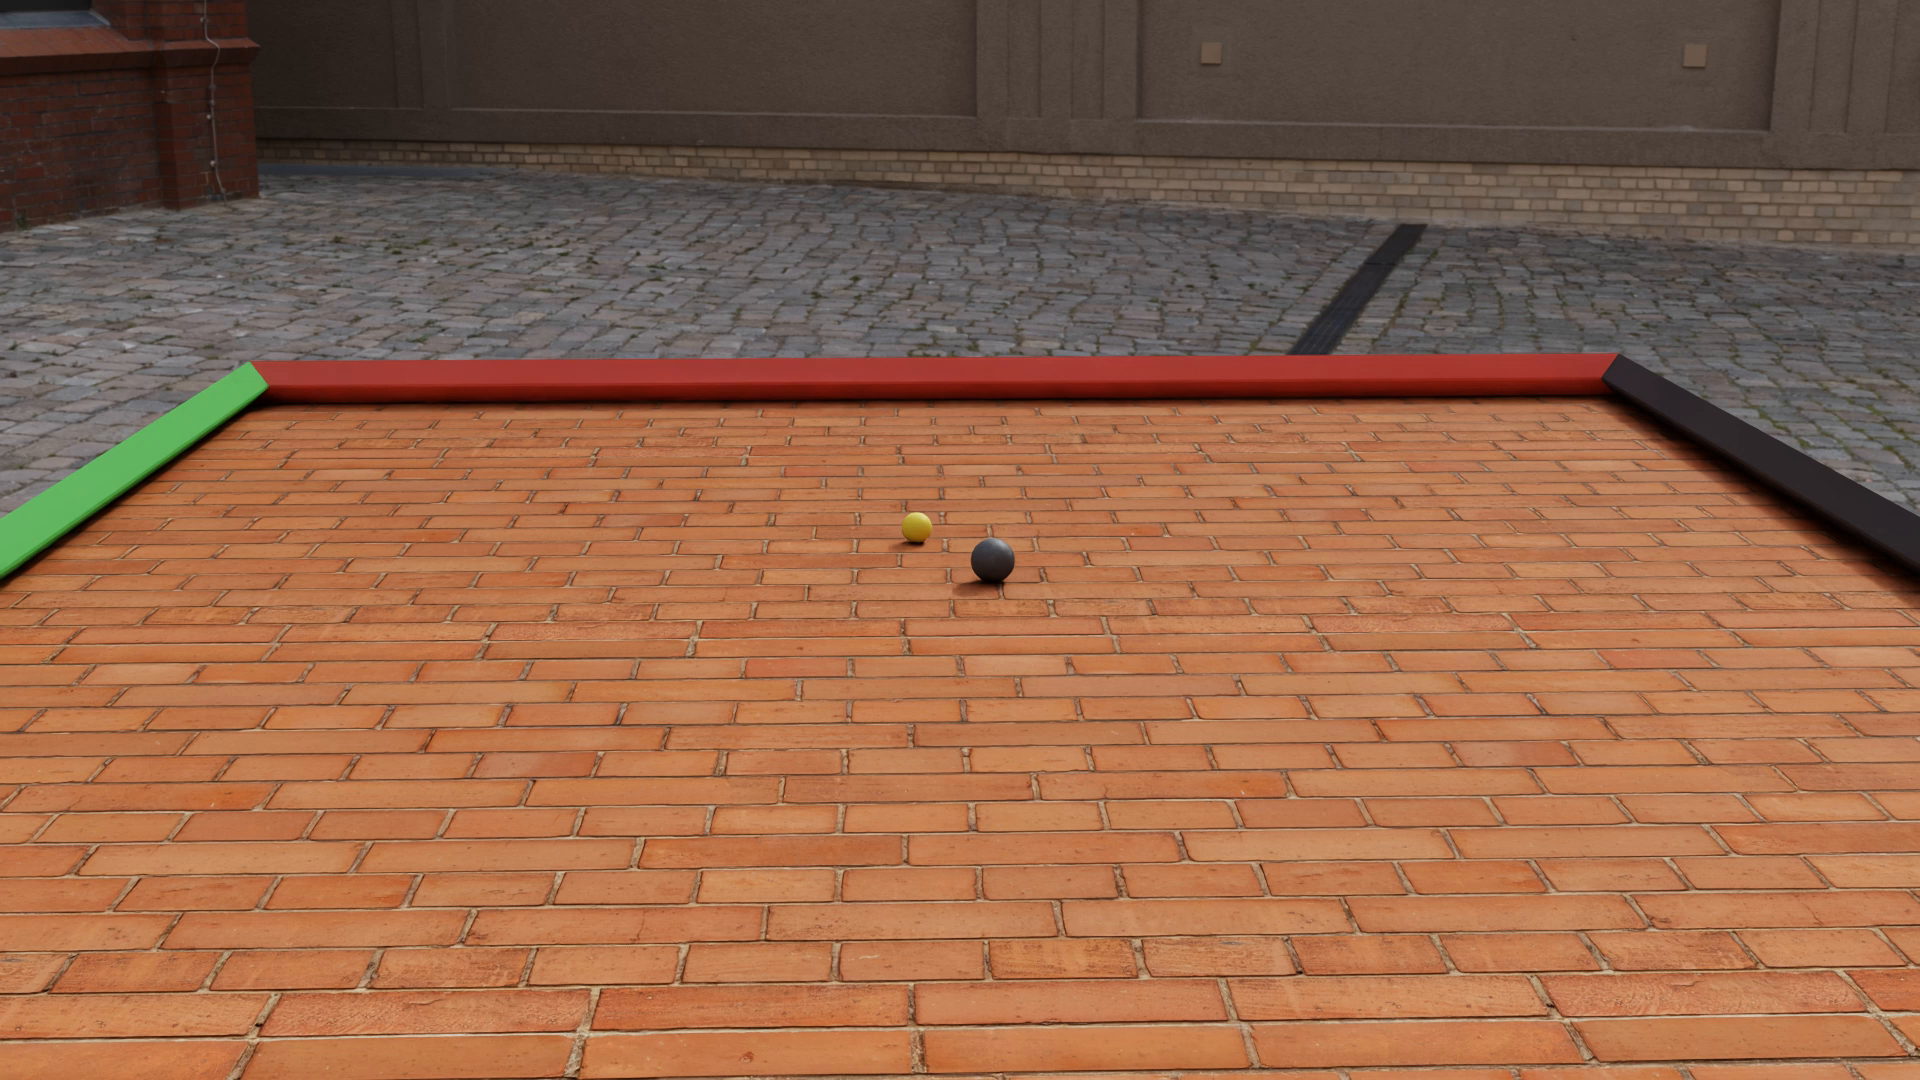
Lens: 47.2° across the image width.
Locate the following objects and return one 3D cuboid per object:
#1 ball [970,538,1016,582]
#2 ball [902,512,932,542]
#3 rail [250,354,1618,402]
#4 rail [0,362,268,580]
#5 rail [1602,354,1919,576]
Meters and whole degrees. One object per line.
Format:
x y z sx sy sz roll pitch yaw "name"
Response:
0.043 0.027 2.876 0.058 0.058 0.058 0 15 0 "ball"
-0.060 -0.017 3.071 0.043 0.043 0.043 0 15 0 "ball"
-0.035 -0.294 4.046 2.532 0.077 0.045 0 15 -2 "rail"
-1.206 0.284 1.868 0.045 0.077 4.478 0 15 -2 "rail"
1.277 0.264 1.945 0.045 0.077 4.478 0 15 -2 "rail"
